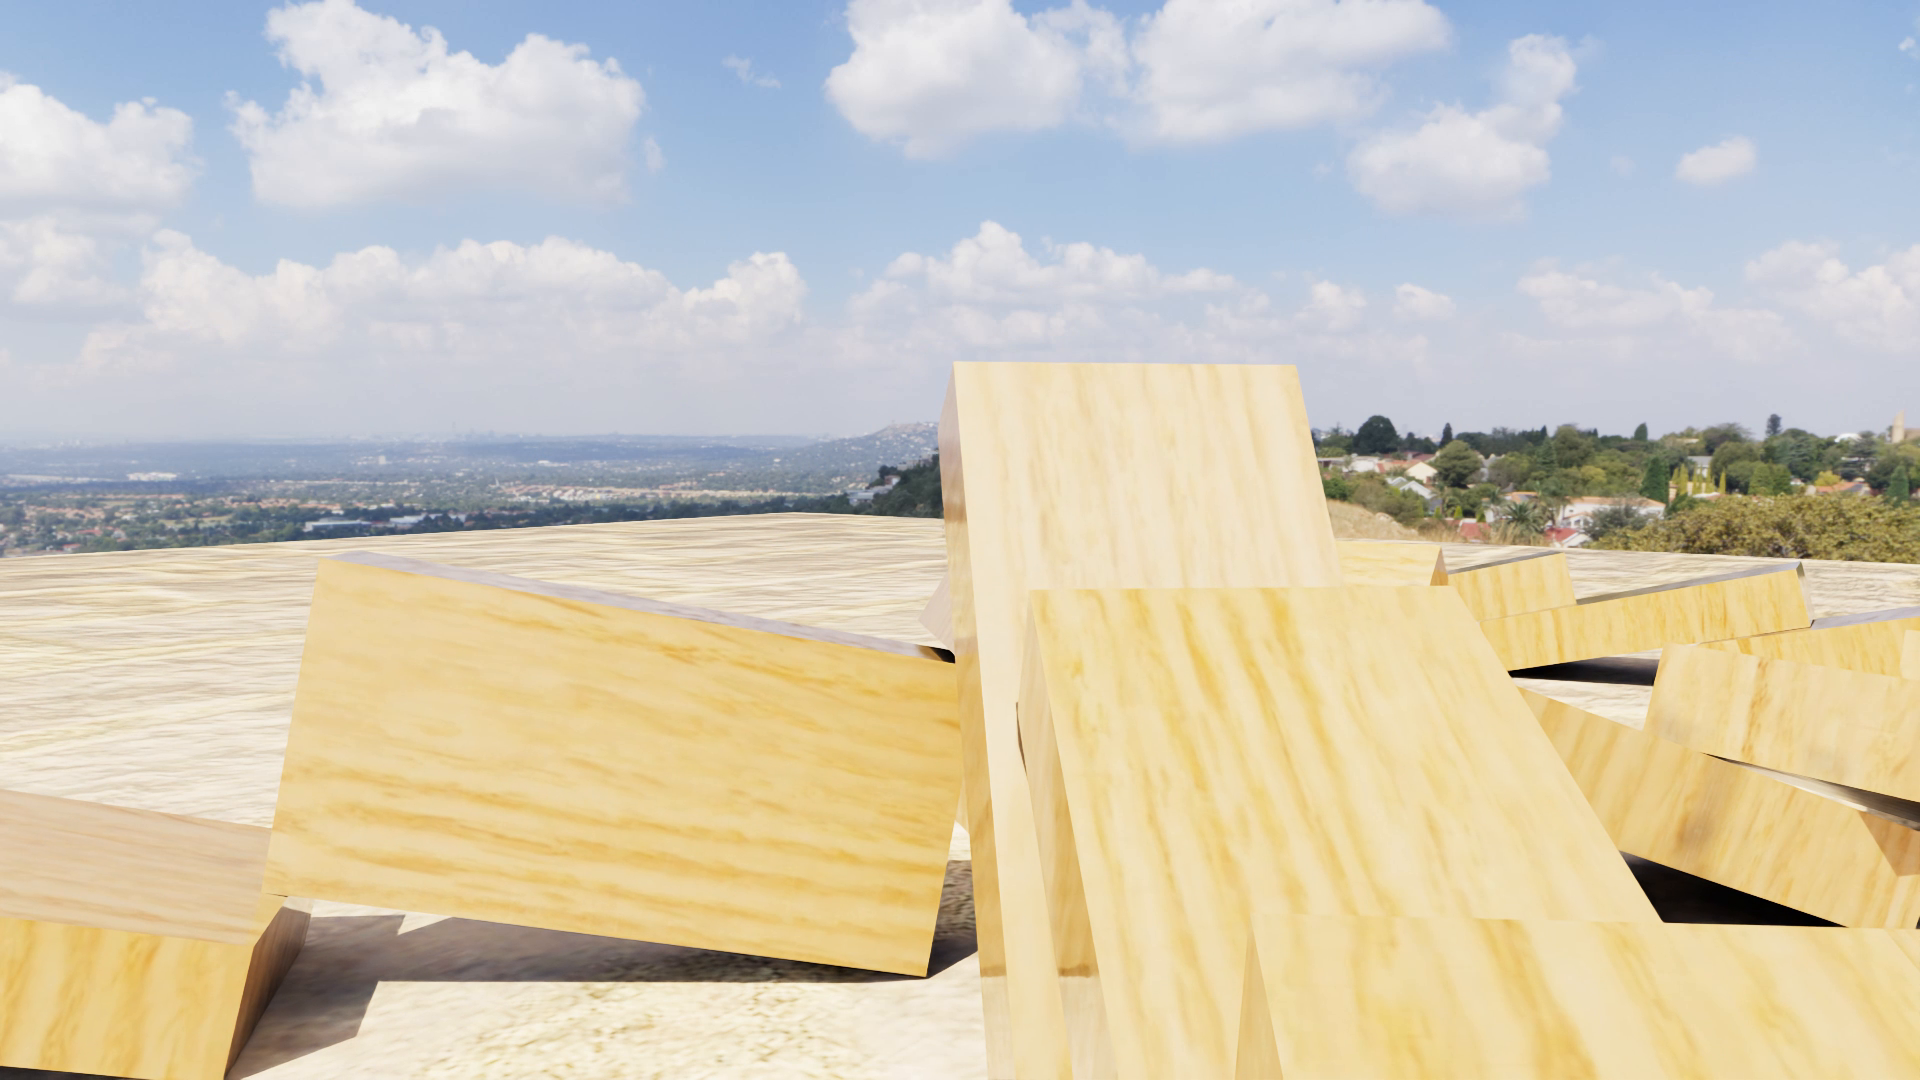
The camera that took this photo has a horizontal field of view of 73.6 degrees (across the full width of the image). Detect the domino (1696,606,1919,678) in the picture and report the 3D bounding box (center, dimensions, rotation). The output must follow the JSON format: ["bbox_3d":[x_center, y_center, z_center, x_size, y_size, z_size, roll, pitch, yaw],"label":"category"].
[{"bbox_3d":[0.149,0.017,0.204,0.025,0.009,0.050,-4,-8,-45],"label":"domino"}]

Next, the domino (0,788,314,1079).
[{"bbox_3d":[-0.075,0.025,0.090,0.050,0.009,0.025,13,0,-16],"label":"domino"}]

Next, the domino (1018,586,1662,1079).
[{"bbox_3d":[0.018,0.021,0.056,0.025,0.010,0.050,0,36,-5],"label":"domino"}]

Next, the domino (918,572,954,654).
[{"bbox_3d":[0.022,0.017,0.110,0.050,0.009,0.025,31,-2,-9],"label":"domino"}]

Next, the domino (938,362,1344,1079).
[{"bbox_3d":[0.013,0.012,0.084,0.025,0.050,0.010,-1,-25,-9],"label":"domino"}]

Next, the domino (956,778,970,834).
[{"bbox_3d":[0.011,0.027,0.150,0.025,0.010,0.050,-1,4,-16],"label":"domino"}]

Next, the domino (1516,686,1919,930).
[{"bbox_3d":[0.056,0.021,0.115,0.050,0.010,0.025,19,0,-12],"label":"domino"}]

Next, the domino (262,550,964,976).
[{"bbox_3d":[-0.025,0.018,0.102,0.050,0.025,0.010,10,1,-9],"label":"domino"}]

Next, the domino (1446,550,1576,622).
[{"bbox_3d":[0.093,0.012,0.255,0.050,0.009,0.025,-13,-4,19],"label":"domino"}]

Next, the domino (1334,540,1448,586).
[{"bbox_3d":[0.064,0.012,0.246,0.050,0.009,0.025,3,48,34],"label":"domino"}]

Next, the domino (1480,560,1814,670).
[{"bbox_3d":[0.124,0.014,0.232,0.050,0.009,0.025,-15,-6,35],"label":"domino"}]

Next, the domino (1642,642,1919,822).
[{"bbox_3d":[0.093,0.022,0.122,0.050,0.009,0.025,17,-3,-26],"label":"domino"}]

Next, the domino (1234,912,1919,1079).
[{"bbox_3d":[0.021,0.028,0.022,0.025,0.010,0.050,0,25,4],"label":"domino"}]

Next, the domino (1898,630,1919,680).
[{"bbox_3d":[0.126,0.021,0.139,0.050,0.009,0.025,16,-6,-34],"label":"domino"}]
